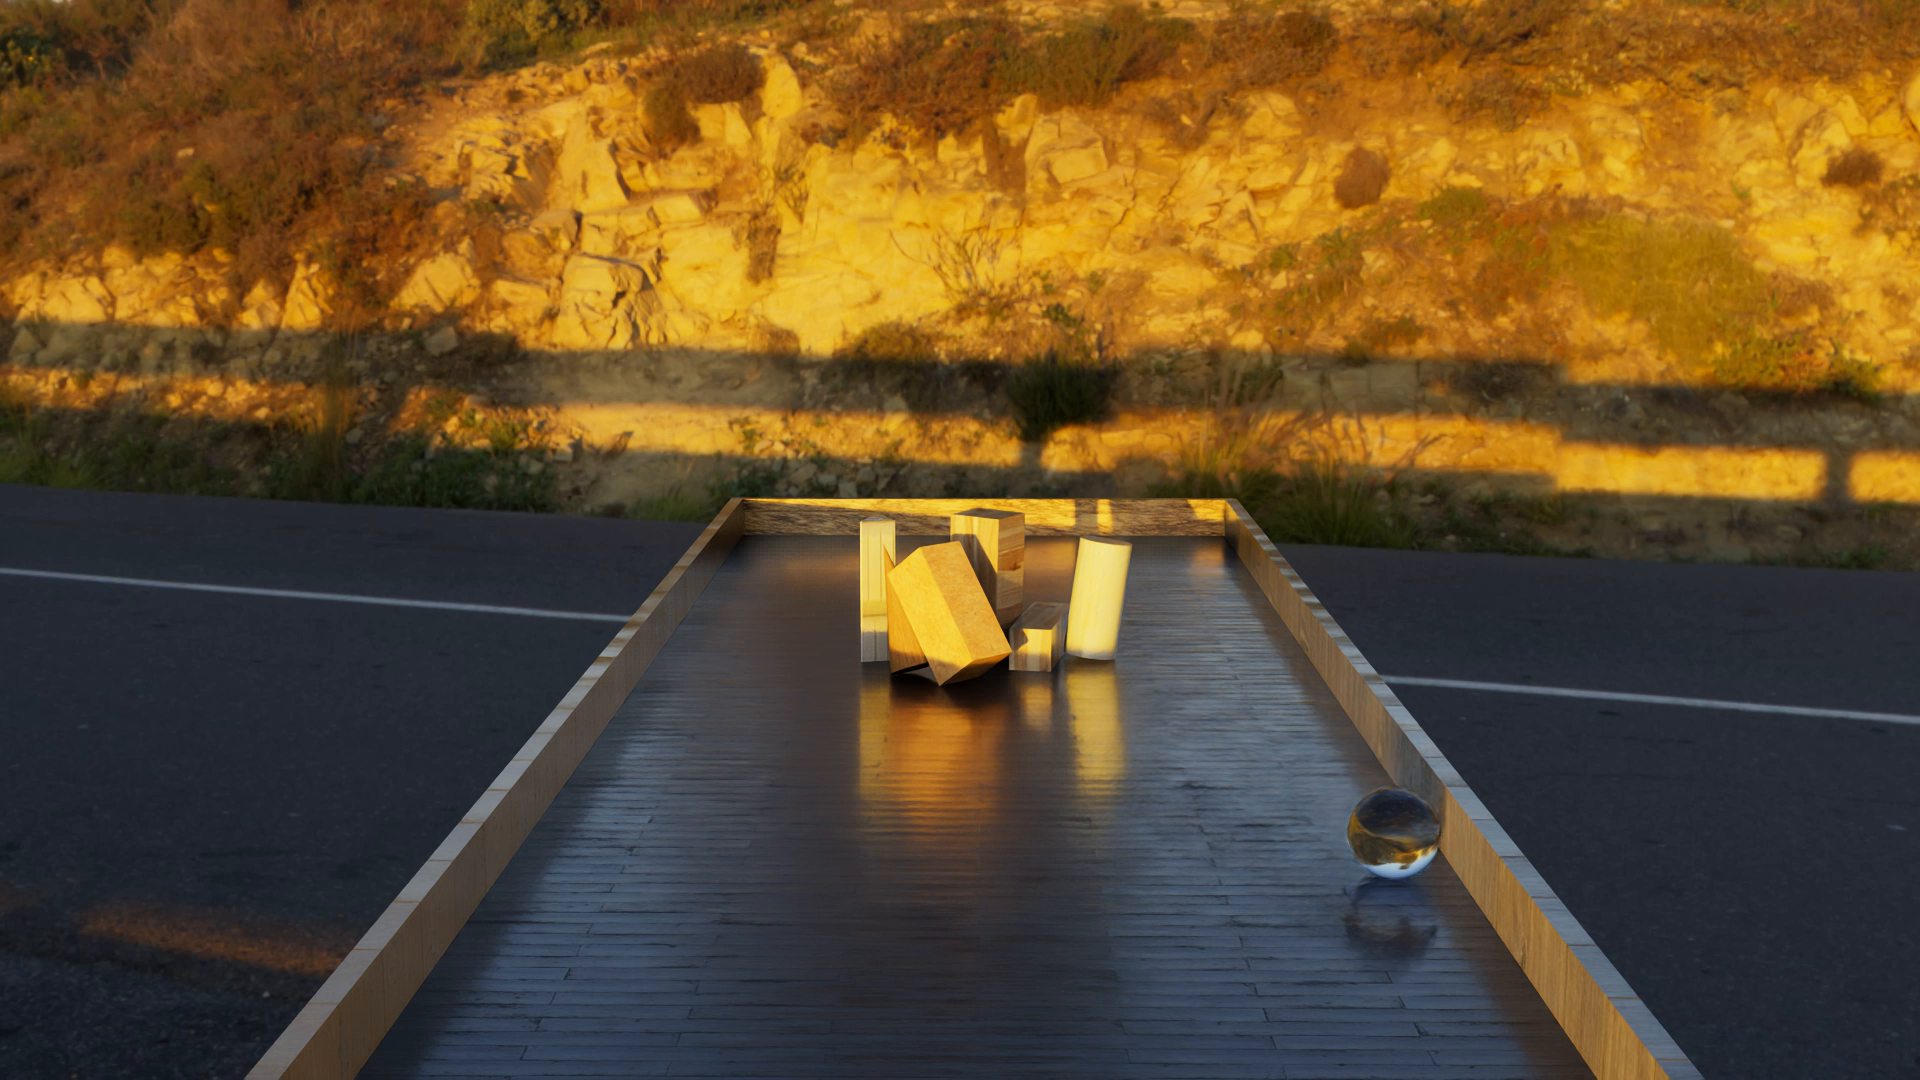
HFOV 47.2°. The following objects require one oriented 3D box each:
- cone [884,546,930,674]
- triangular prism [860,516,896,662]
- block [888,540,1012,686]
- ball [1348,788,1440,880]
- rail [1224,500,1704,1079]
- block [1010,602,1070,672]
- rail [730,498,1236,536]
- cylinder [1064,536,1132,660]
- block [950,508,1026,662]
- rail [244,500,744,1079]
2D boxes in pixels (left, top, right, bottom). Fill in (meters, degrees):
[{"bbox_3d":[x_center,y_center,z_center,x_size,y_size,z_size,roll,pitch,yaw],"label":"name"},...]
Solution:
[{"bbox_3d":[-0.177,0.192,6.477,0.160,0.382,0.160,-15,-8,-2],"label":"cone"},{"bbox_3d":[-0.260,0.148,6.701,0.108,0.430,0.093,-3,9,-16],"label":"triangular prism"},{"bbox_3d":[-0.031,0.212,6.405,0.165,0.370,0.165,-9,-23,-45],"label":"block"},{"bbox_3d":[0.900,0.609,4.563,0.189,0.189,0.189,0,9,0],"label":"ball"},{"bbox_3d":[1.046,0.843,3.208,0.050,0.150,12.000,0,9,1],"label":"rail"},{"bbox_3d":[0.252,0.294,6.752,0.126,0.126,0.436,2,9,11],"label":"block"},{"bbox_3d":[0.099,-0.098,9.147,2.100,0.150,0.050,0,9,1],"label":"rail"},{"bbox_3d":[0.421,0.176,6.709,0.161,0.353,0.161,8,7,-1],"label":"cylinder"},{"bbox_3d":[0.080,0.137,6.715,0.165,0.443,0.165,7,11,30],"label":"block"},{"bbox_3d":[-1.004,0.839,3.234,0.050,0.150,12.000,0,9,1],"label":"rail"}]
